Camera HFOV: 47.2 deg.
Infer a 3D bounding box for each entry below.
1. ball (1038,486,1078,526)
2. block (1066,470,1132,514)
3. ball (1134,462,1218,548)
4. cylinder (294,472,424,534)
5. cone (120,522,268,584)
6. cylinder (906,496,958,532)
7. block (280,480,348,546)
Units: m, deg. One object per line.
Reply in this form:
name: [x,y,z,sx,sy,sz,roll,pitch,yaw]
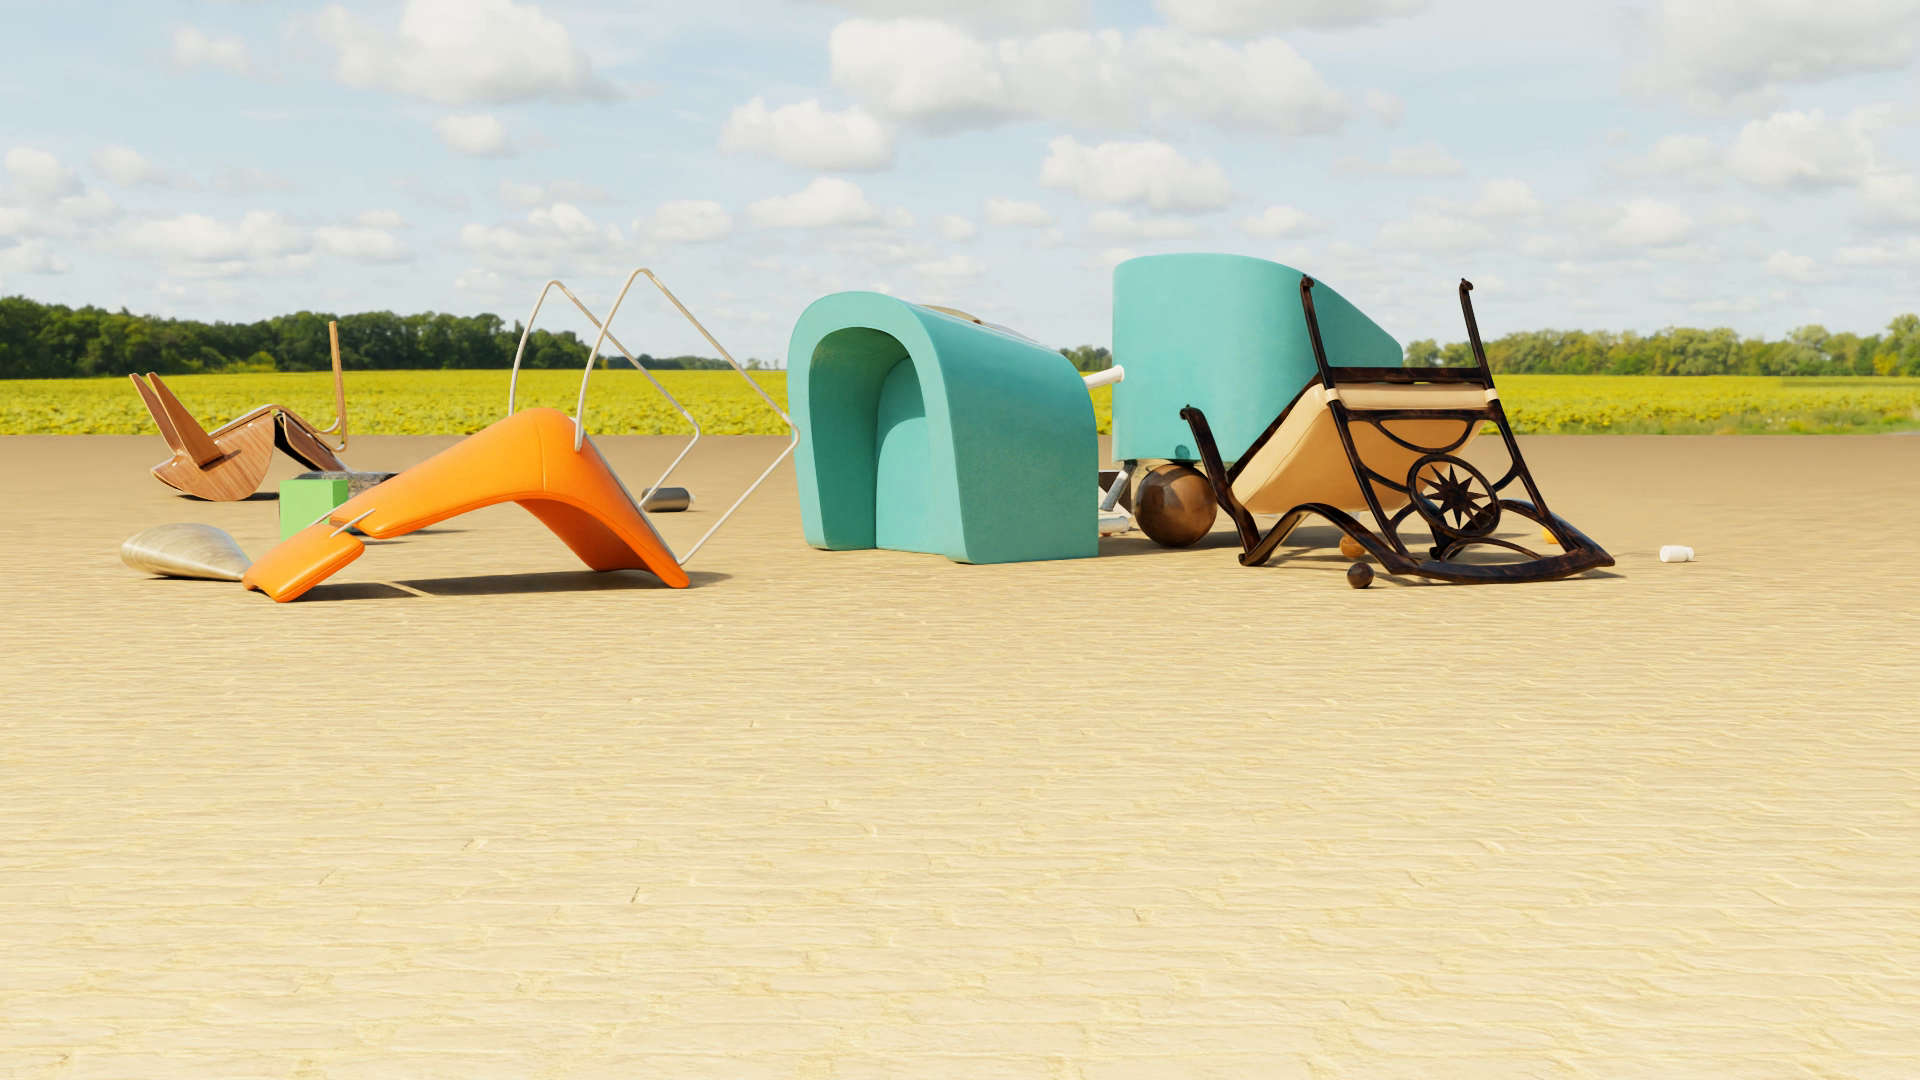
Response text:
ball: [0.323,-0.112,7.253,0.127,0.127,0.127,0,4,0]
block: [0.500,-0.173,7.944,0.209,0.153,0.111,-1,4,-20]
ball: [0.611,-0.099,6.236,0.240,0.240,0.240,0,4,0]
cylinder: [-1.881,-0.115,6.836,0.308,0.191,0.289,1,1,18]
cone: [-1.737,0.061,5.181,0.351,0.131,0.315,16,11,35]
cylinder: [-0.085,-0.082,6.938,0.154,0.106,0.084,-16,1,12]
block: [-1.854,-0.078,6.316,0.158,0.188,0.106,1,4,7]
